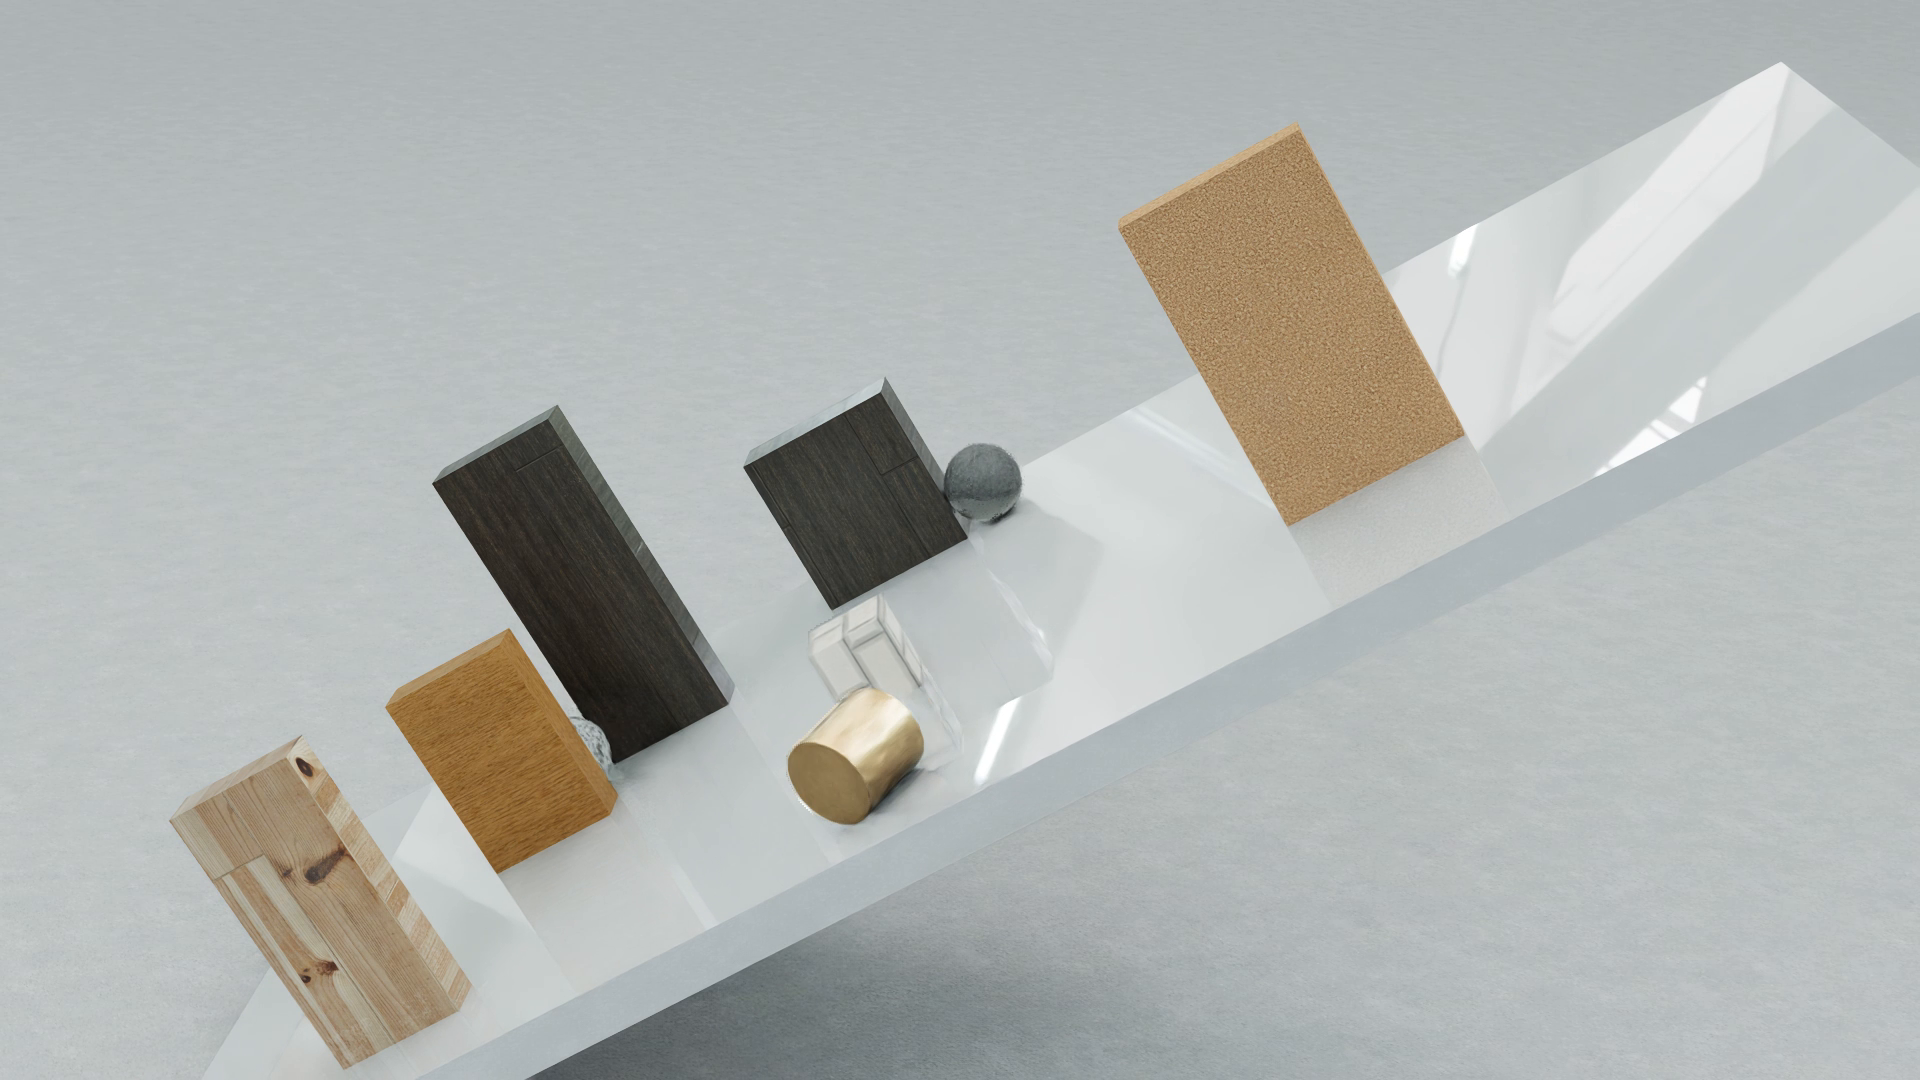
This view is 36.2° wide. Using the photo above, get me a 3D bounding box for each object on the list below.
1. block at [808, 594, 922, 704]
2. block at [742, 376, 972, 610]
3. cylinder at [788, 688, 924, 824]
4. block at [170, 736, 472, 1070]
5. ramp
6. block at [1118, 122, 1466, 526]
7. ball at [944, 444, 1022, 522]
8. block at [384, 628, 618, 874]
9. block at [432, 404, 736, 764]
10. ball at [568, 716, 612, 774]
[{"bbox_3d":[-0.197,0.248,6.147,0.172,0.172,0.172,-29,14,7],"label":"block"},{"bbox_3d":[-0.241,-0.109,6.960,0.375,0.407,0.137,-28,15,12],"label":"block"},{"bbox_3d":[-0.196,0.409,5.572,0.187,0.187,0.187,12,37,31],"label":"cylinder"},{"bbox_3d":[-1.258,0.719,5.812,0.278,0.616,0.113,-28,15,12],"label":"block"},{"bbox_3d":[0.142,0.168,6.284,4.000,0.100,2.000,-28,15,12],"label":"ramp"},{"bbox_3d":[0.637,-0.409,5.647,0.385,0.678,0.089,-28,15,12],"label":"block"},{"bbox_3d":[0.054,-0.135,6.899,0.185,0.185,0.185,0,18,0],"label":"ball"},{"bbox_3d":[-1.007,0.466,6.480,0.299,0.453,0.110,-28,15,12],"label":"block"},{"bbox_3d":[-0.854,0.106,6.725,0.312,0.778,0.118,-28,15,12],"label":"block"},{"bbox_3d":[-0.884,0.492,6.699,0.180,0.180,0.180,0,18,0],"label":"ball"}]
